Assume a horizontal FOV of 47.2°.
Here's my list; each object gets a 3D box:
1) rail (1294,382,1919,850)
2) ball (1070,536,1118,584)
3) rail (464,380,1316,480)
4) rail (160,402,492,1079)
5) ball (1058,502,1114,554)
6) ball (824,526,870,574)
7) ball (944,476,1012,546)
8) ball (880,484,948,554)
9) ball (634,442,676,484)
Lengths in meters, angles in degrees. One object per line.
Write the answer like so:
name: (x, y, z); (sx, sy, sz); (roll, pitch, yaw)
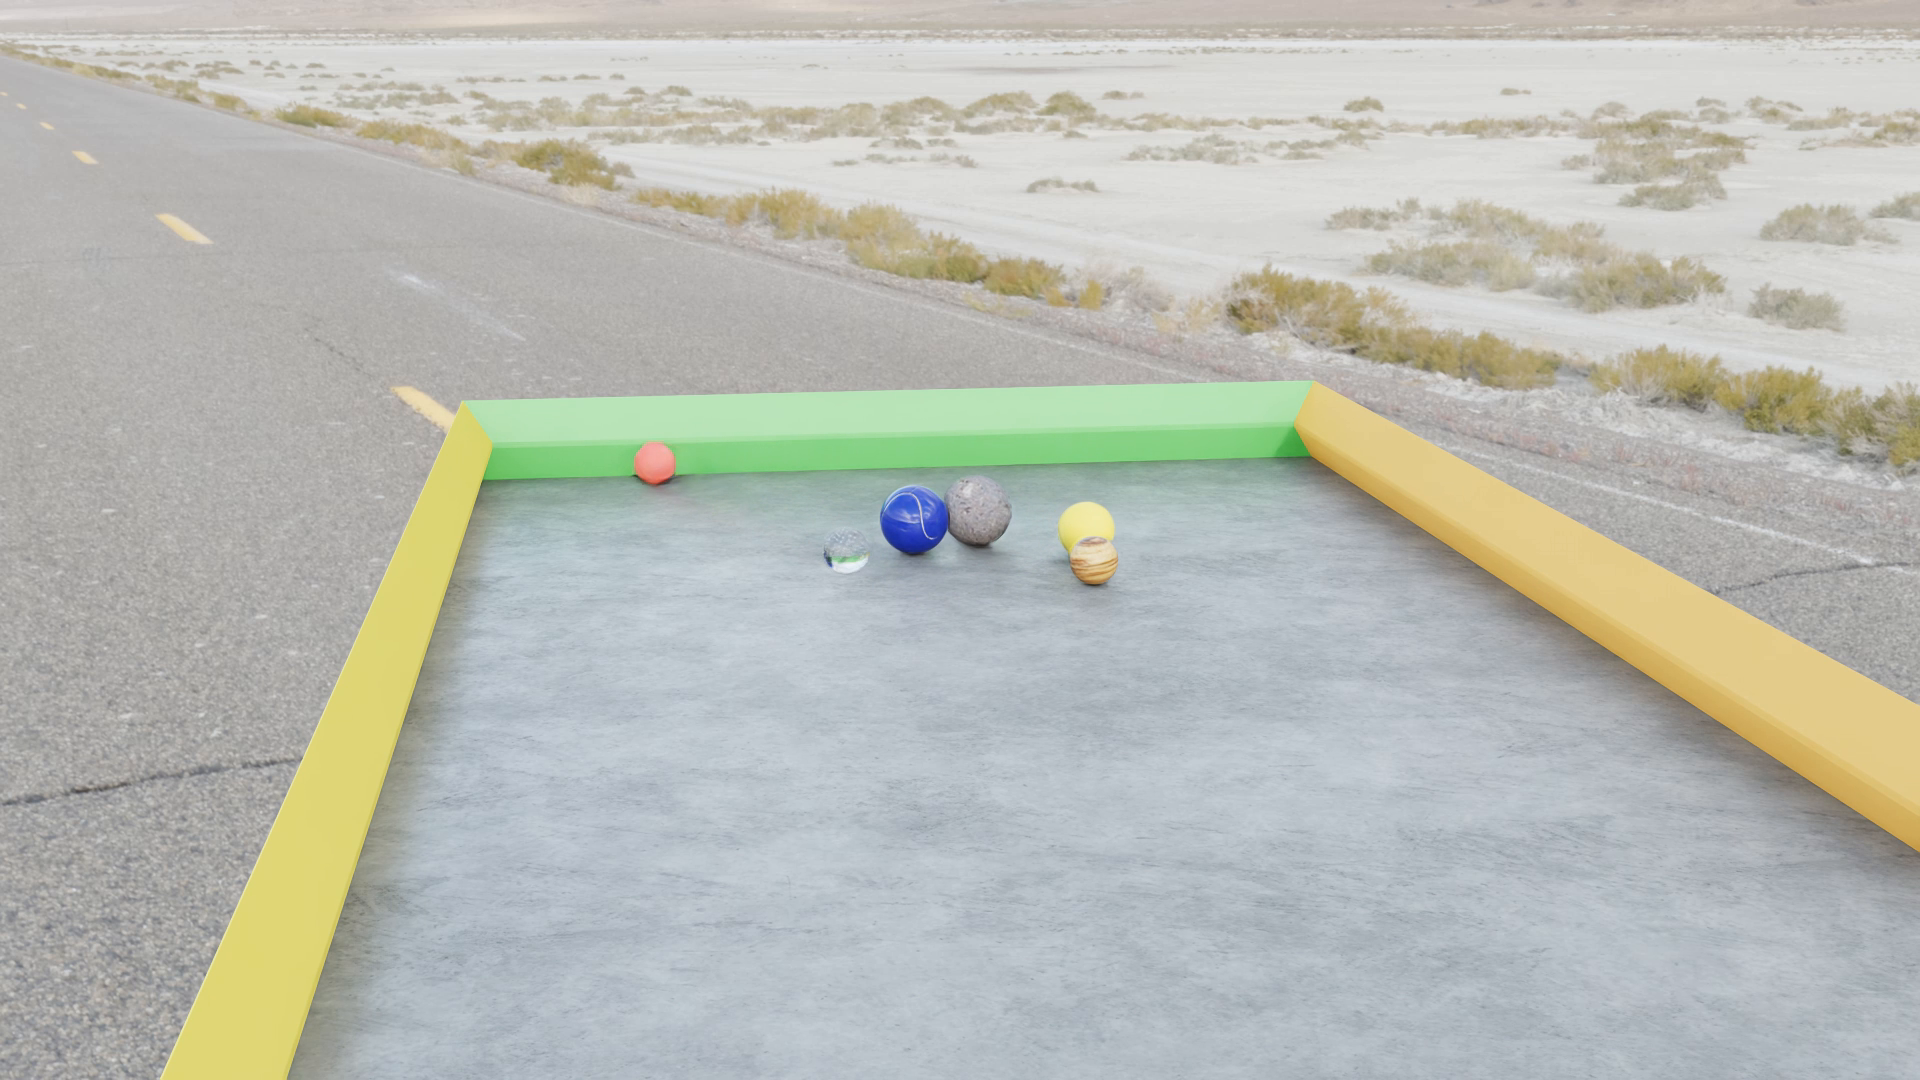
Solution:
rail: (0.725, 0.106, 2.242); (0.045, 0.120, 2.605); (-2, 14, -8)
ball: (0.165, 0.025, 2.714); (0.060, 0.060, 0.060); (0, 13, 0)
rail: (-0.089, -0.167, 3.384); (1.325, 0.120, 0.045); (-2, 14, -8)
rail: (-0.539, 0.148, 2.065); (0.045, 0.120, 2.605); (-2, 14, -8)
ball: (0.163, -0.013, 2.844); (0.074, 0.074, 0.074); (0, 13, 0)
ball: (-0.143, 0.013, 2.767); (0.059, 0.059, 0.059); (0, 13, 0)
ball: (0.022, -0.038, 2.909); (0.092, 0.092, 0.092); (0, 13, 0)
ball: (-0.060, -0.027, 2.867); (0.090, 0.090, 0.090); (0, 13, 0)
ball: (-0.457, -0.115, 3.295); (0.063, 0.063, 0.063); (0, 13, 0)
